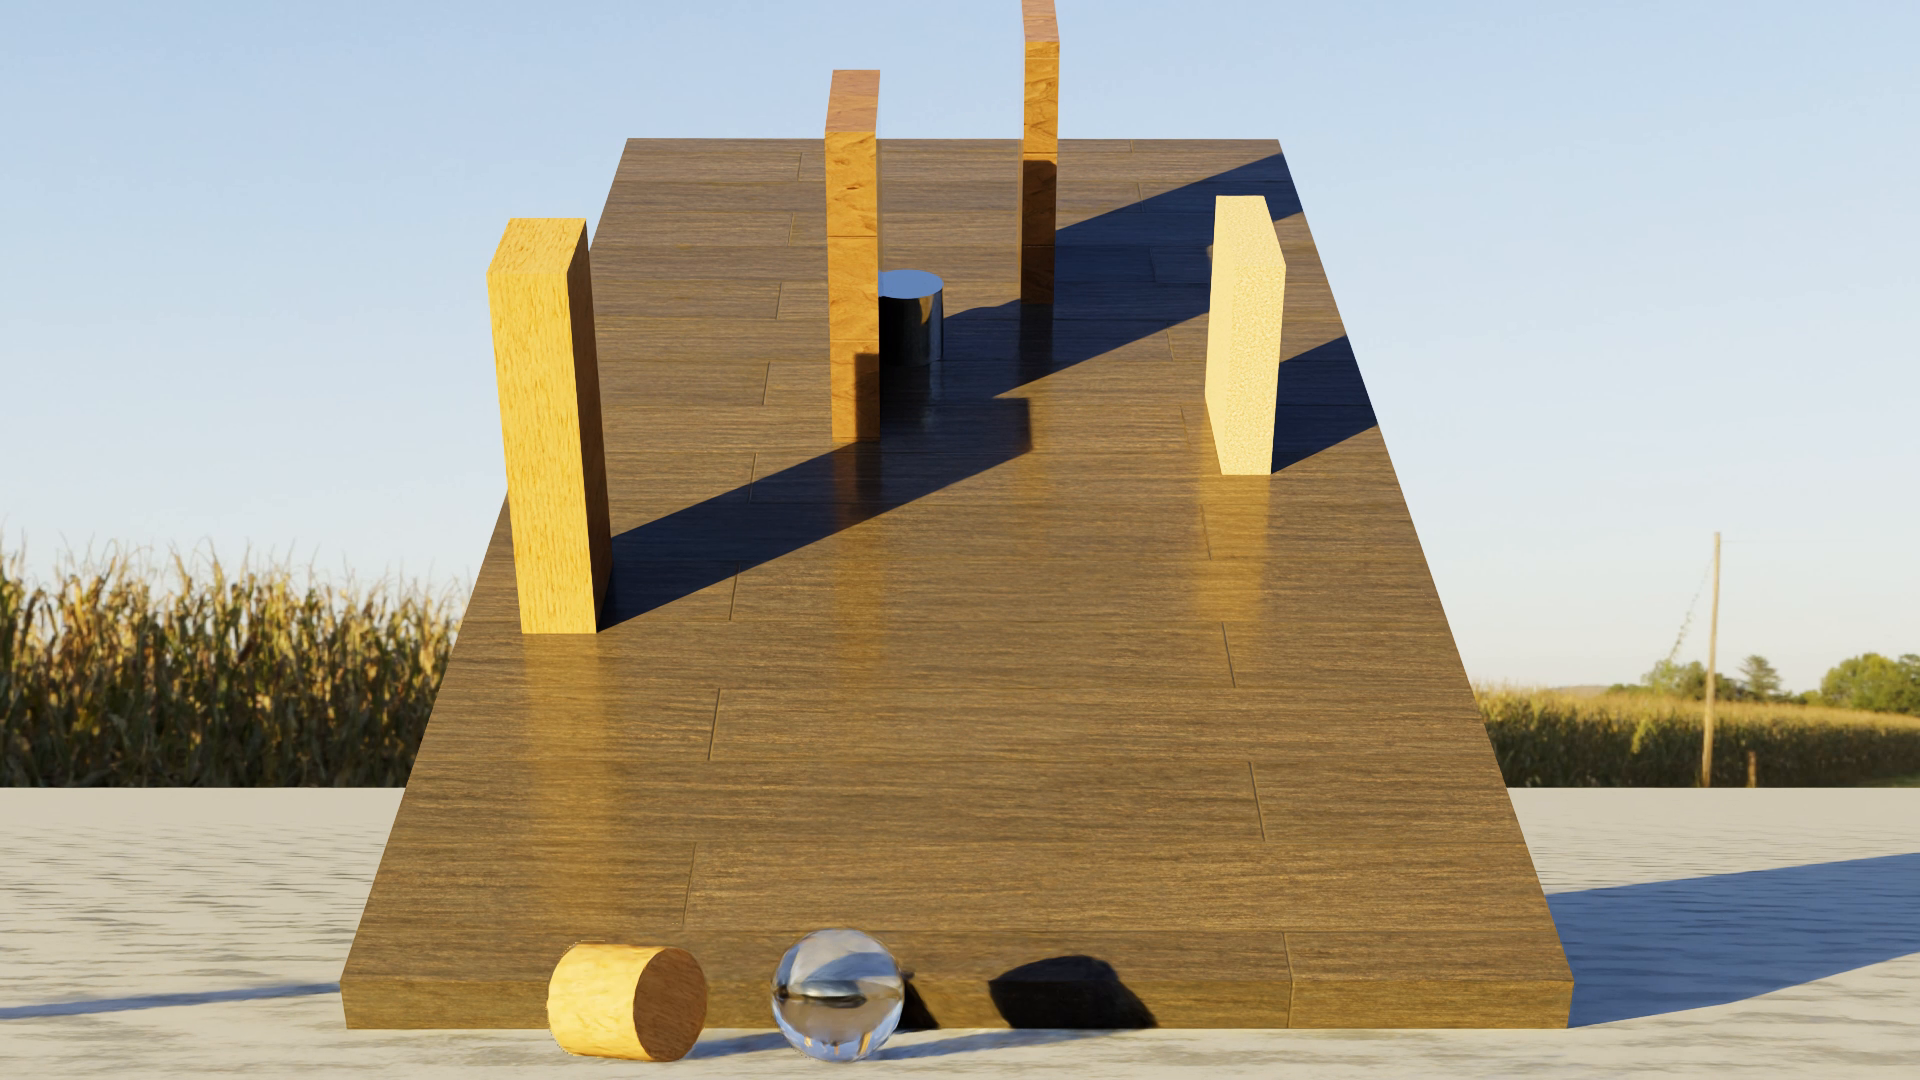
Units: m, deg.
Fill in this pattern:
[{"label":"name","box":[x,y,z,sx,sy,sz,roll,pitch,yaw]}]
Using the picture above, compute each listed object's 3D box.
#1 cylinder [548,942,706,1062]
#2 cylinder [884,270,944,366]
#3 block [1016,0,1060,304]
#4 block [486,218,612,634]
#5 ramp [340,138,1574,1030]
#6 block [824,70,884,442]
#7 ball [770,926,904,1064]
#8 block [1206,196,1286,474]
[{"label":"cylinder","box":[-0.487,0.677,3.525,0.164,0.164,0.164,-4,-7,33]},{"label":"cylinder","box":[-0.133,-0.552,5.974,0.183,0.183,0.183,0,29,0]},{"label":"block","box":[0.202,-1.025,6.290,0.086,0.703,0.412,0,29,0]},{"label":"block","box":[-0.805,-0.221,4.764,0.148,0.780,0.279,0,29,0]},{"label":"ramp","box":[-0.012,-0.216,5.663,2.000,0.100,4.000,0,29,0]},{"label":"block","box":[-0.240,-0.661,5.584,0.111,0.753,0.426,0,29,0]},{"label":"ball","box":[-0.177,0.658,3.479,0.194,0.194,0.194,0,-6,0]},{"label":"block","box":[0.648,-0.472,5.501,0.109,0.509,0.417,0,29,0]}]
